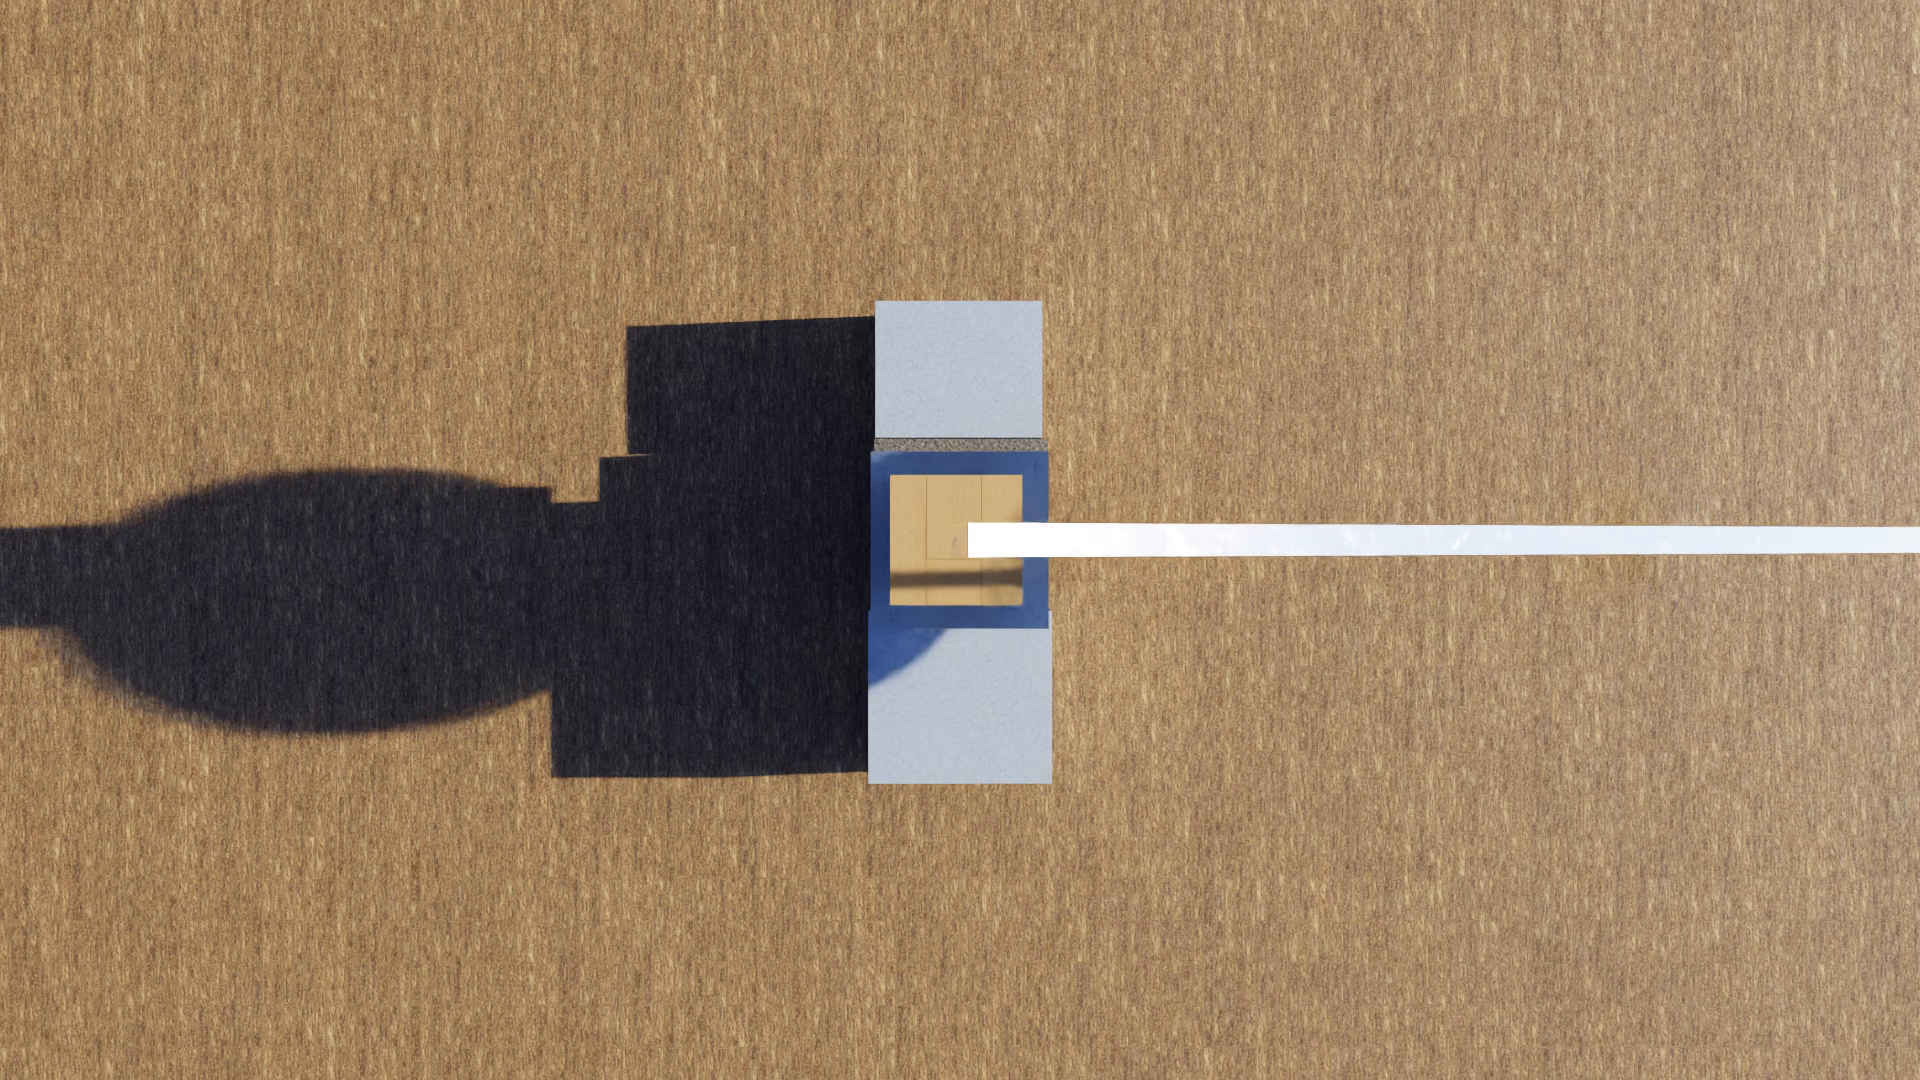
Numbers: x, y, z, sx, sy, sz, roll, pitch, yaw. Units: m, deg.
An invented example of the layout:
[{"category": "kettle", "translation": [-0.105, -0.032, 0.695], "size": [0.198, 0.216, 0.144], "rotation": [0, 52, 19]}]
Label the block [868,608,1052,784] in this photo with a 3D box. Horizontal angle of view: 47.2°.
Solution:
[{"category": "block", "translation": [0.000, 0.855, 12.487], "size": [1.000, 1.026, 0.943], "rotation": [0, 90, 0]}]

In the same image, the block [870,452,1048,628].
[{"category": "block", "translation": [-0.001, 0.000, 11.107], "size": [0.869, 0.750, 0.866], "rotation": [0, 90, 0]}]

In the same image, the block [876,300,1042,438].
[{"category": "block", "translation": [-0.007, -0.947, 12.598], "size": [0.925, 0.803, 0.759], "rotation": [0, 90, 0]}]

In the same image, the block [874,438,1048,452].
[{"category": "block", "translation": [0.008, -0.092, 12.555], "size": [0.956, 0.890, 0.932], "rotation": [0, 90, 0]}]

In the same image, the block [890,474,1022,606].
[{"category": "block", "translation": [-0.018, 0.000, 10.376], "size": [0.601, 0.712, 0.593], "rotation": [0, 90, 0]}]

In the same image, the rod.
[{"category": "rod", "translation": [2.212, 0.000, 6.578], "size": [5.200, 0.080, 0.080], "rotation": [0, 90, -32]}]
